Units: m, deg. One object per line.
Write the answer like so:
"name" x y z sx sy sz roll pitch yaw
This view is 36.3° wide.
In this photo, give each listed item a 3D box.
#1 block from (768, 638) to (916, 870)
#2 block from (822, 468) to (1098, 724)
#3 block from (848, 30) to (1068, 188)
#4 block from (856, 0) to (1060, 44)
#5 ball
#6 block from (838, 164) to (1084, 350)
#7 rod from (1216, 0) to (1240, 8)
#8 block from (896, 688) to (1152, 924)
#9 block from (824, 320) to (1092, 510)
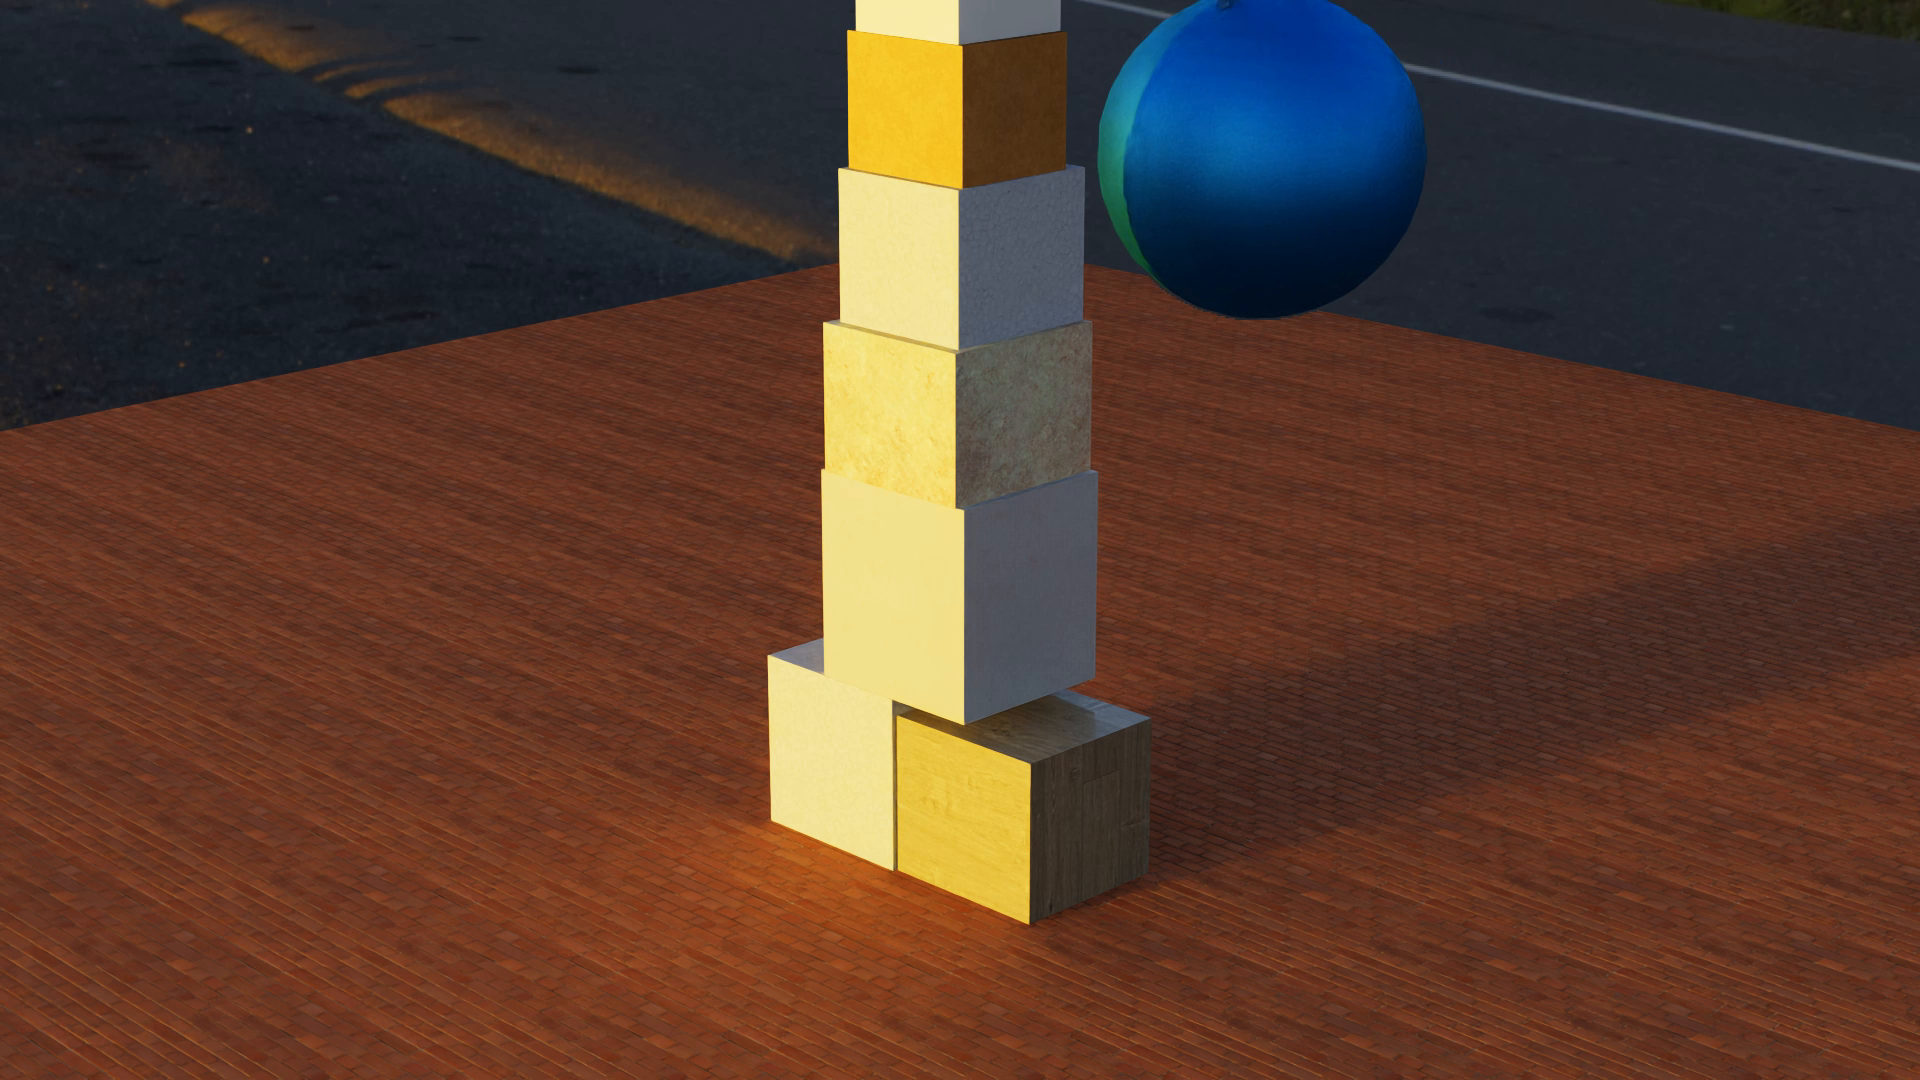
"block" -0.291 0.938 13.959 0.893 0.840 0.845 -17 24 -42
"block" -0.001 0.158 13.390 0.858 0.989 0.911 -17 24 -42
"block" -0.012 -1.909 12.728 0.639 0.598 0.701 -17 24 -42
"block" -0.007 -2.479 12.554 0.623 0.593 0.622 -17 24 -42
"ball" 1.467 -1.879 14.289 1.600 1.600 1.600 0 17 0
"block" 0.009 -1.302 12.941 0.786 0.687 0.739 -17 24 -42
"rod" 0.636 -4.673 12.539 0.080 5.200 0.080 17 44 42
"block" 0.290 1.162 13.378 0.793 0.761 0.836 -17 24 -42
"block" -0.008 -0.640 13.131 0.863 0.689 0.829 -17 24 -42
